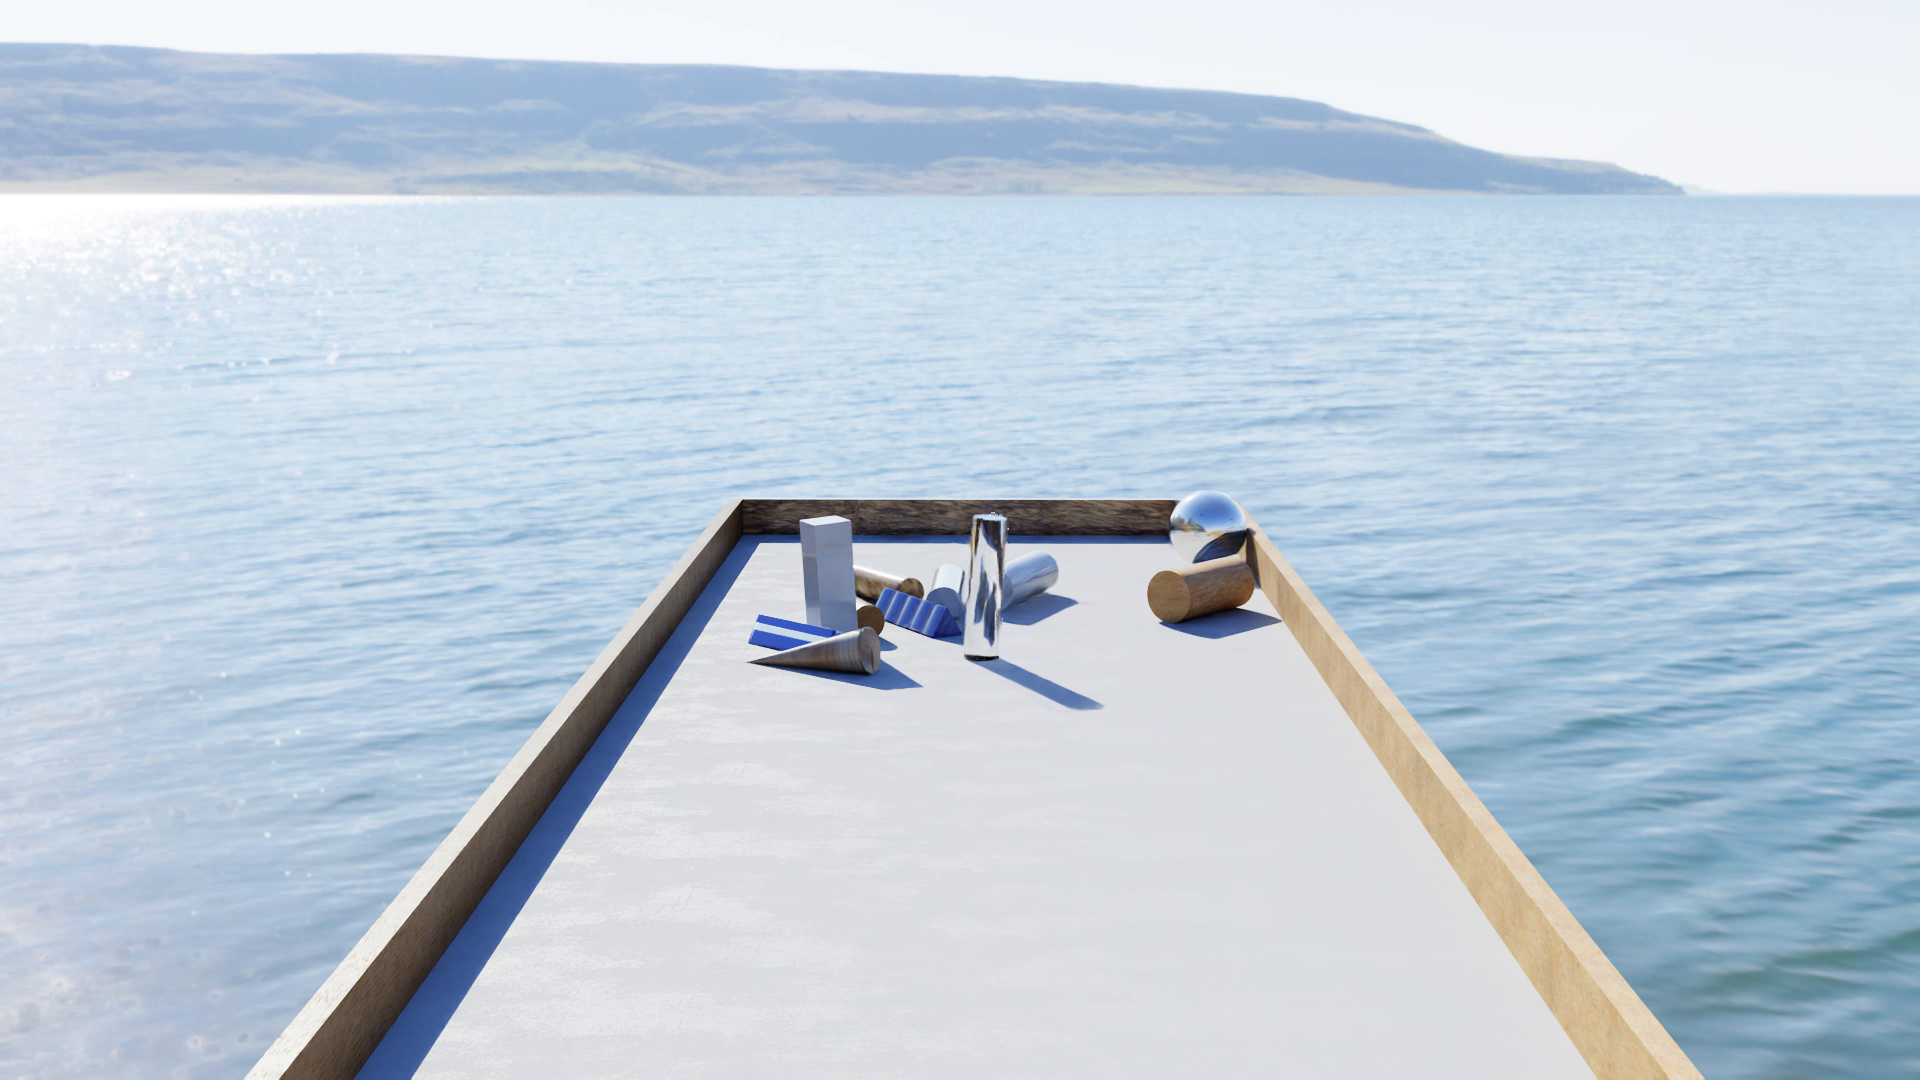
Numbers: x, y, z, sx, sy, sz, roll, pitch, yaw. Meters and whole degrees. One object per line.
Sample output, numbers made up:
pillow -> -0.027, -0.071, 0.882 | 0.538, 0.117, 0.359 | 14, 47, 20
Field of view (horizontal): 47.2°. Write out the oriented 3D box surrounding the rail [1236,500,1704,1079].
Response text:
rail -> 1.046, 0.843, 3.208 | 0.050, 0.150, 12.000 | 0, 9, 1

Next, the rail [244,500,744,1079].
rail -> -1.004, 0.839, 3.234 | 0.050, 0.150, 12.000 | 0, 9, 1

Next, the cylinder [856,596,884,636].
cylinder -> -0.356, 0.238, 7.141 | 0.115, 0.115, 0.335 | -4, 10, -22

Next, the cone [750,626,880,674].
cone -> -0.459, 0.349, 6.586 | 0.424, 0.142, 0.142 | -7, 6, 23

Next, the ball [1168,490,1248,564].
ball -> 0.940, -0.043, 8.340 | 0.295, 0.295, 0.295 | 0, 9, 0

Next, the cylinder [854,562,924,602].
cylinder -> -0.274, 0.159, 7.651 | 0.112, 0.112, 0.383 | -6, 11, -33

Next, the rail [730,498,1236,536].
rail -> 0.099, -0.098, 9.147 | 2.100, 0.150, 0.050 | 0, 9, 1

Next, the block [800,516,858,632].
block -> -0.412, 0.130, 6.920 | 0.123, 0.390, 0.123 | -8, 11, -25

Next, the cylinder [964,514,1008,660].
cylinder -> 0.077, 0.144, 6.701 | 0.105, 0.432, 0.105 | 4, 9, -1

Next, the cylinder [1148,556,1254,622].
cylinder -> 0.813, 0.165, 7.407 | 0.176, 0.176, 0.376 | 8, 12, 41

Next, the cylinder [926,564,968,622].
cylinder -> -0.045, 0.182, 7.456 | 0.127, 0.127, 0.451 | 0, 9, 2

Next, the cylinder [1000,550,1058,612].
cylinder -> 0.196, 0.142, 7.633 | 0.151, 0.151, 0.418 | 4, 10, 24

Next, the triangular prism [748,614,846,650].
triangular prism -> -0.486, 0.300, 6.827 | 0.099, 0.086, 0.426 | -9, 12, -44

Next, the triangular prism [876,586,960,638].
triangular prism -> -0.148, 0.233, 7.225 | 0.108, 0.093, 0.427 | -5, 11, -29
